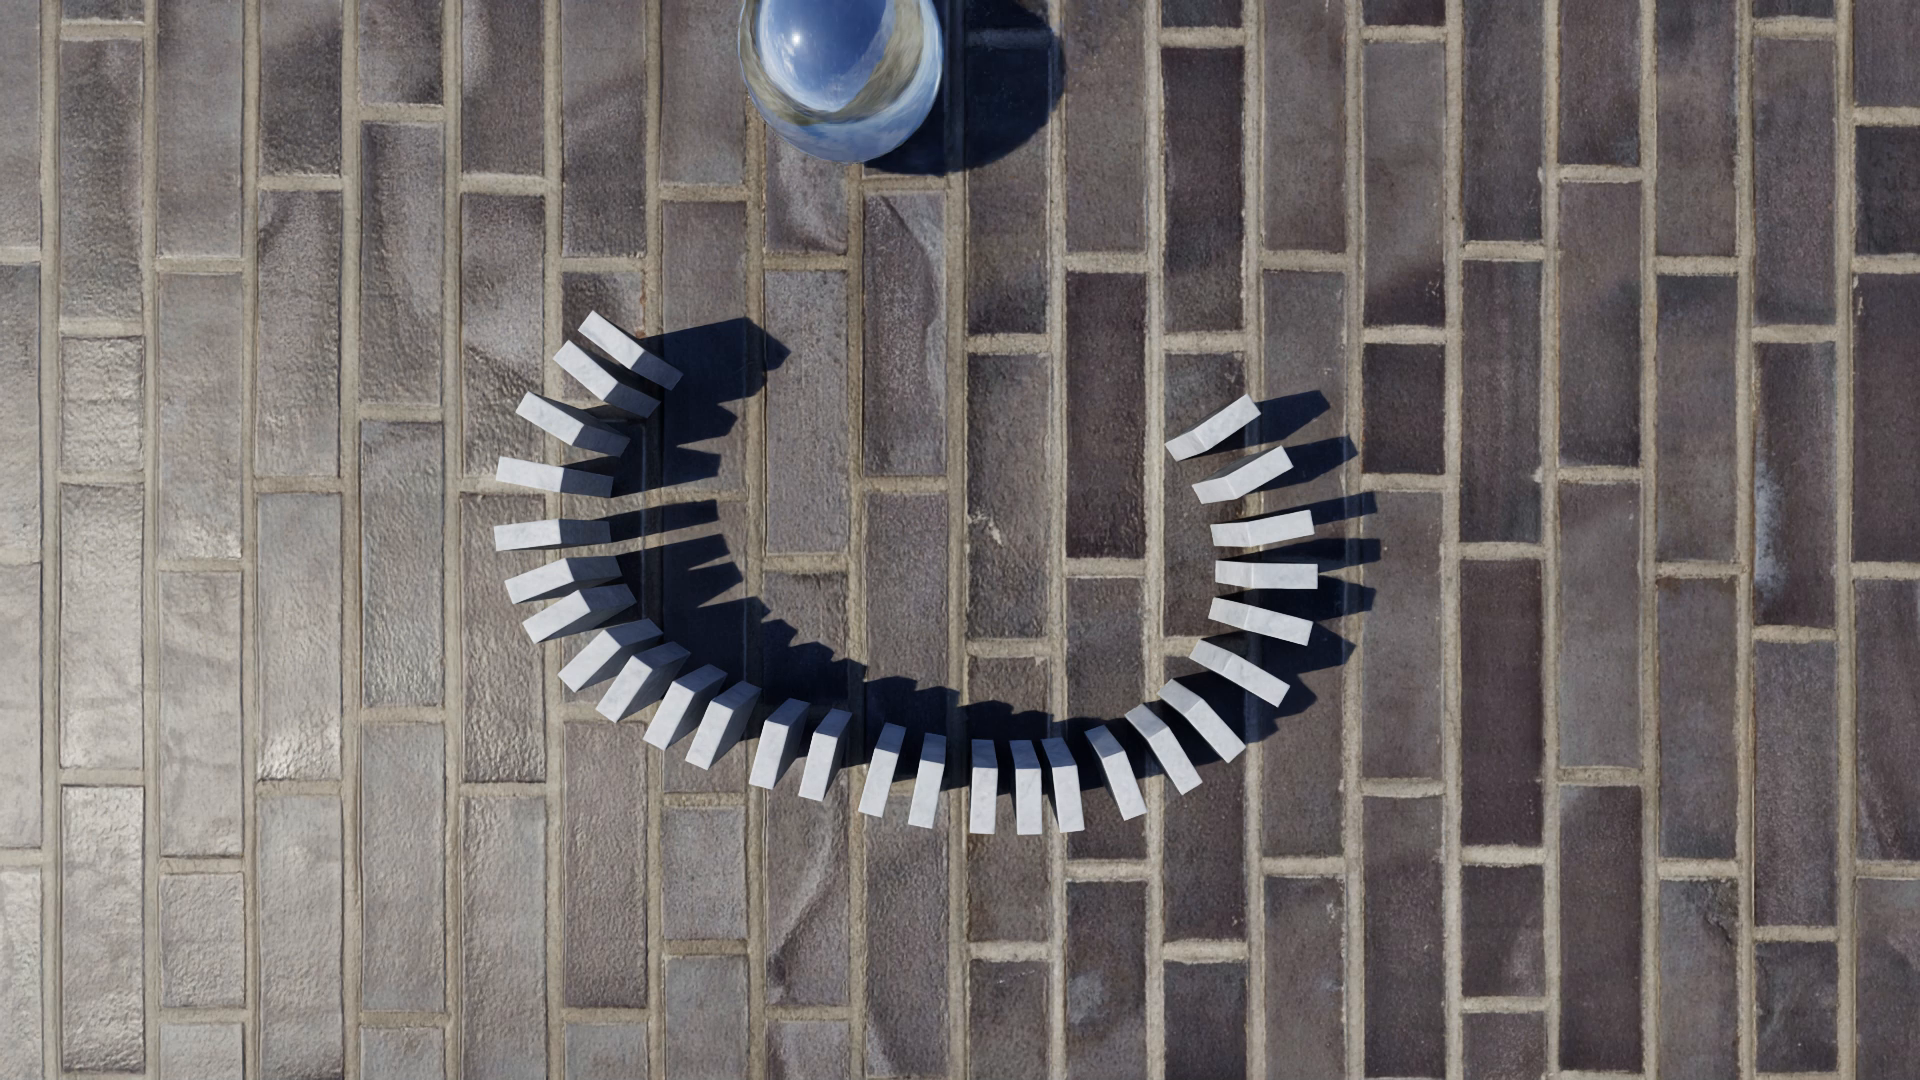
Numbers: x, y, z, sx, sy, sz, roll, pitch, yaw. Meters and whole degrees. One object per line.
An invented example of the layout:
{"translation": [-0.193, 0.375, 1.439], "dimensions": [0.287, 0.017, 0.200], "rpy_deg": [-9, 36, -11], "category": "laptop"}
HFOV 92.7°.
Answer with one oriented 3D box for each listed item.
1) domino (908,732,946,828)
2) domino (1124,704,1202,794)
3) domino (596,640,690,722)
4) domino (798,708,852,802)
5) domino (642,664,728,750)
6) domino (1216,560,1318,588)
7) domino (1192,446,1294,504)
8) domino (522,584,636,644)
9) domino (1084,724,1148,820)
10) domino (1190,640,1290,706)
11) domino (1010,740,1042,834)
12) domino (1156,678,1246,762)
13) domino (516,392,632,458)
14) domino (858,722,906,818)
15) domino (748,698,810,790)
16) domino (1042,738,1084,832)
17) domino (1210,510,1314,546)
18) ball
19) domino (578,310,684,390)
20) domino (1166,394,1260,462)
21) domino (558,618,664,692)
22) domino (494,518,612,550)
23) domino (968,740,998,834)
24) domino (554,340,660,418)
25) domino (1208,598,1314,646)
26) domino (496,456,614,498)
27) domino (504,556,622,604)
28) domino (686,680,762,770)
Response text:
{"translation": [-0.013, 0.097, 0.375], "dimensions": [0.009, 0.050, 0.025], "rpy_deg": [11, 90, 0], "category": "domino"}
{"translation": [0.082, 0.084, 0.375], "dimensions": [0.009, 0.050, 0.025], "rpy_deg": [-32, 90, 0], "category": "domino"}
{"translation": [-0.128, 0.057, 0.375], "dimensions": [0.010, 0.050, 0.025], "rpy_deg": [35, 90, 0], "category": "domino"}
{"translation": [-0.054, 0.087, 0.375], "dimensions": [0.009, 0.050, 0.025], "rpy_deg": [13, 90, 0], "category": "domino"}
{"translation": [-0.111, 0.067, 0.375], "dimensions": [0.009, 0.050, 0.025], "rpy_deg": [28, 90, 0], "category": "domino"}
{"translation": [0.124, 0.014, 0.375], "dimensions": [0.025, 0.050, 0.010], "rpy_deg": [1, 90, 0], "category": "domino"}
{"translation": [0.114, -0.026, 0.375], "dimensions": [0.025, 0.050, 0.009], "rpy_deg": [-29, 90, 0], "category": "domino"}
{"translation": [-0.154, 0.029, 0.375], "dimensions": [0.025, 0.050, 0.010], "rpy_deg": [-30, 90, 0], "category": "domino"}
{"translation": [0.063, 0.094, 0.375], "dimensions": [0.009, 0.050, 0.025], "rpy_deg": [-20, 90, 0], "category": "domino"}
{"translation": [0.113, 0.054, 0.375], "dimensions": [0.025, 0.050, 0.010], "rpy_deg": [30, 90, 0], "category": "domino"}
{"translation": [0.026, 0.100, 0.375], "dimensions": [0.010, 0.050, 0.025], "rpy_deg": [-1, 90, 0], "category": "domino"}
{"translation": [0.098, 0.073, 0.375], "dimensions": [0.010, 0.050, 0.025], "rpy_deg": [-42, 90, 0], "category": "domino"}
{"translation": [-0.157, -0.047, 0.375], "dimensions": [0.025, 0.050, 0.010], "rpy_deg": [31, 90, 0], "category": "domino"}
{"translation": [-0.031, 0.093, 0.375], "dimensions": [0.010, 0.050, 0.025], "rpy_deg": [15, 90, 0], "category": "domino"}
{"translation": [-0.073, 0.082, 0.375], "dimensions": [0.009, 0.050, 0.025], "rpy_deg": [15, 90, 0], "category": "domino"}
{"translation": [0.042, 0.099, 0.375], "dimensions": [0.009, 0.050, 0.025], "rpy_deg": [-7, 90, 0], "category": "domino"}
{"translation": [0.122, -0.005, 0.375], "dimensions": [0.025, 0.050, 0.010], "rpy_deg": [-11, 90, 0], "category": "domino"}
{"translation": [-0.046, -0.191, 0.360], "dimensions": [0.080, 0.080, 0.080], "rpy_deg": [0, 90, 0], "category": "ball"}
{"translation": [-0.133, -0.076, 0.375], "dimensions": [0.025, 0.050, 0.009], "rpy_deg": [37, 90, 0], "category": "domino"}
{"translation": [0.102, -0.045, 0.375], "dimensions": [0.025, 0.050, 0.009], "rpy_deg": [-34, 90, 0], "category": "domino"}
{"translation": [-0.142, 0.046, 0.375], "dimensions": [0.025, 0.050, 0.009], "rpy_deg": [-44, 90, 0], "category": "domino"}
{"translation": [-0.165, -0.002, 0.375], "dimensions": [0.025, 0.050, 0.010], "rpy_deg": [-7, 90, 0], "category": "domino"}
{"translation": [0.009, 0.100, 0.375], "dimensions": [0.009, 0.050, 0.025], "rpy_deg": [3, 90, 0], "category": "domino"}
{"translation": [-0.143, -0.065, 0.375], "dimensions": [0.025, 0.050, 0.009], "rpy_deg": [40, 90, 0], "category": "domino"}
{"translation": [0.122, 0.033, 0.375], "dimensions": [0.025, 0.050, 0.010], "rpy_deg": [15, 90, 0], "category": "domino"}
{"translation": [-0.164, -0.025, 0.375], "dimensions": [0.025, 0.050, 0.010], "rpy_deg": [11, 90, 0], "category": "domino"}
{"translation": [-0.161, 0.016, 0.375], "dimensions": [0.025, 0.050, 0.010], "rpy_deg": [-21, 90, 0], "category": "domino"}
{"translation": [-0.096, 0.075, 0.375], "dimensions": [0.010, 0.050, 0.025], "rpy_deg": [23, 90, 0], "category": "domino"}
